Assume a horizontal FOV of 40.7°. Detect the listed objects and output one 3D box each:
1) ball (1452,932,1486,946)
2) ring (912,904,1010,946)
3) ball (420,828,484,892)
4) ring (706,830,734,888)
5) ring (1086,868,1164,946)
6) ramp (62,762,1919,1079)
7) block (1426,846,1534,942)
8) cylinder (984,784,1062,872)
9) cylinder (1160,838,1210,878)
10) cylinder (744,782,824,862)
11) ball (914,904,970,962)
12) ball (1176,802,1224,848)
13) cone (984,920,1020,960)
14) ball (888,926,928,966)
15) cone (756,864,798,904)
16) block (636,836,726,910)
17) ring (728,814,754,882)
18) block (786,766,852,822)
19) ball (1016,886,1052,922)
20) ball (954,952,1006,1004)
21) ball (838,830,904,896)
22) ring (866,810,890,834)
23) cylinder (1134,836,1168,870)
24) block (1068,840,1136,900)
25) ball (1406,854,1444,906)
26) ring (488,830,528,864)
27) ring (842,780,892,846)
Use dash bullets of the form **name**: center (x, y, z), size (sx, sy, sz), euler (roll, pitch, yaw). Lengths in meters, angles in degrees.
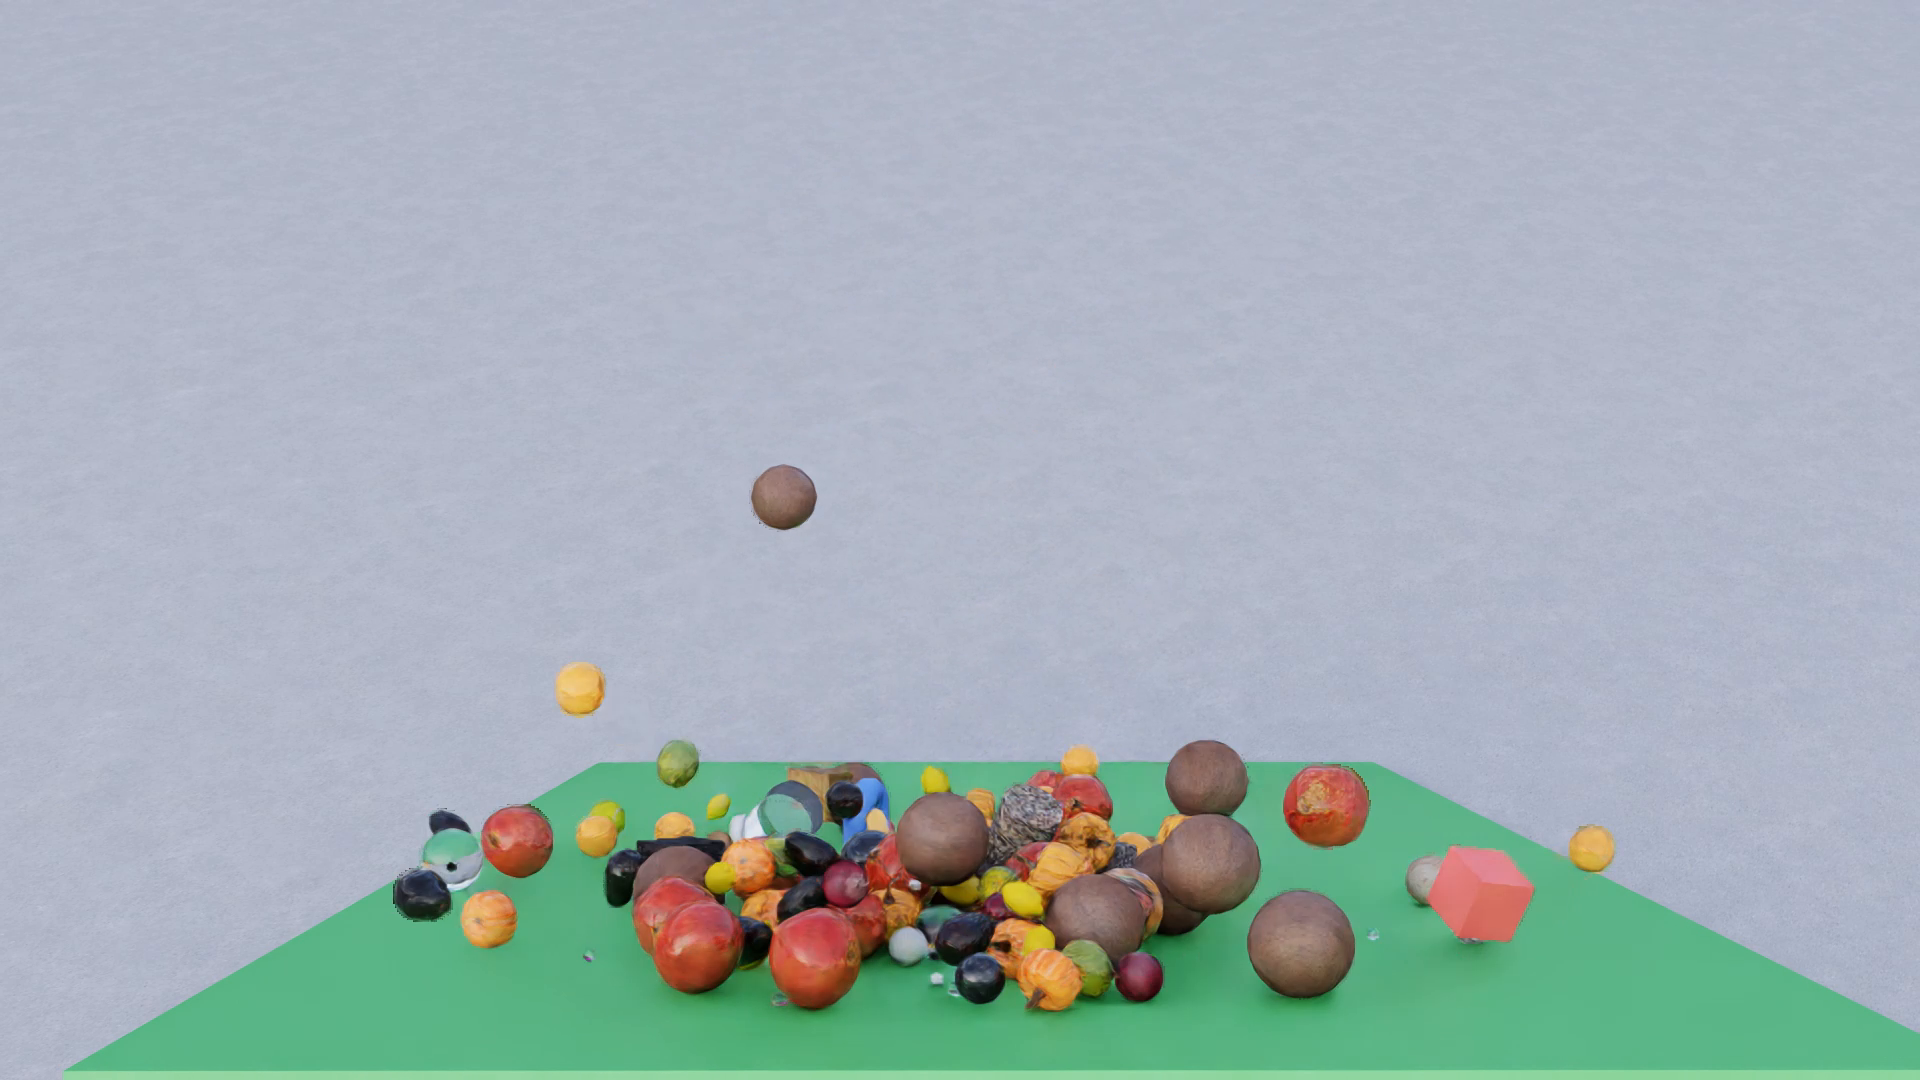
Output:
- **ball**: center (0.701, 0.526, 3.548), size (0.057, 0.057, 0.057), euler (0, 31, 0)
- **ring**: center (0.001, 0.532, 3.583), size (0.139, 0.046, 0.139), euler (0, -2, 0)
- **ball**: center (-0.808, 0.509, 4.119), size (0.099, 0.099, 0.099), euler (0, 31, 0)
- **ring**: center (-0.378, 0.501, 4.027), size (0.033, 0.098, 0.098), euler (7, 26, -27)
- **ring**: center (0.223, 0.499, 3.517), size (0.108, 0.108, 0.036), euler (10, 4, 16)
- **ramp**: center (0.069, 0.612, 4.684), size (2.000, 0.100, 4.000), euler (0, 0, 0)
- **block**: center (0.686, 0.467, 3.417), size (0.086, 0.086, 0.086), euler (9, 23, -26)
- **cylinder**: center (0.094, 0.431, 3.868), size (0.093, 0.093, 0.093), euler (15, 33, -10)
- **cylinder**: center (0.373, 0.528, 4.306), size (0.060, 0.060, 0.060), euler (-21, 12, -31)
- **cylinder**: center (-0.274, 0.437, 4.026), size (0.096, 0.096, 0.096), euler (12, 58, -20)
- **ball**: center (-0.024, 0.517, 3.410), size (0.075, 0.075, 0.075), euler (0, 31, 0)
- **ball**: center (0.434, 0.517, 4.687), size (0.088, 0.088, 0.088), euler (0, 31, 0)
- **cone**: center (0.043, 0.520, 3.333), size (0.053, 0.053, 0.053), euler (15, 10, 23)
- **ball**: center (-0.068, 0.529, 3.368), size (0.051, 0.051, 0.051), euler (0, 31, 0)
- **cone**: center (-0.265, 0.541, 3.960), size (0.067, 0.067, 0.067), euler (-19, 35, -29)
- **block**: center (-0.427, 0.509, 3.963), size (0.097, 0.097, 0.097), euler (0, 0, -42)
- **ring**: center (-0.357, 0.504, 4.226), size (0.037, 0.111, 0.111), euler (0, 31, -9)
- **block**: center (-0.266, 0.478, 4.867), size (0.090, 0.090, 0.090), euler (5, 1, 26)
- **ball**: center (0.105, 0.514, 3.656), size (0.051, 0.051, 0.051), euler (0, 31, 0)
- **ball**: center (0.024, 0.514, 3.038), size (0.060, 0.060, 0.060), euler (0, 31, 0)
- **ball**: center (-0.134, 0.490, 3.928), size (0.099, 0.099, 0.099), euler (0, 31, 0)
- **ring**: center (-0.132, 0.491, 4.252), size (0.034, 0.101, 0.101), euler (-12, 32, -3)
- **cylinder**: center (0.331, 0.533, 4.404), size (0.054, 0.054, 0.054), euler (-27, 17, -37)
- **block**: center (0.222, 0.517, 4.053), size (0.082, 0.082, 0.082), euler (0, 0, -19)
- **ball**: center (0.717, 0.518, 3.942), size (0.078, 0.078, 0.078), euler (0, 31, 0)
- **ring**: center (-0.780, 0.529, 4.469), size (0.080, 0.080, 0.027), euler (-27, 74, -37)
- **ring**: center (-0.158, 0.475, 4.384), size (0.048, 0.145, 0.145), euler (17, 34, 15)
